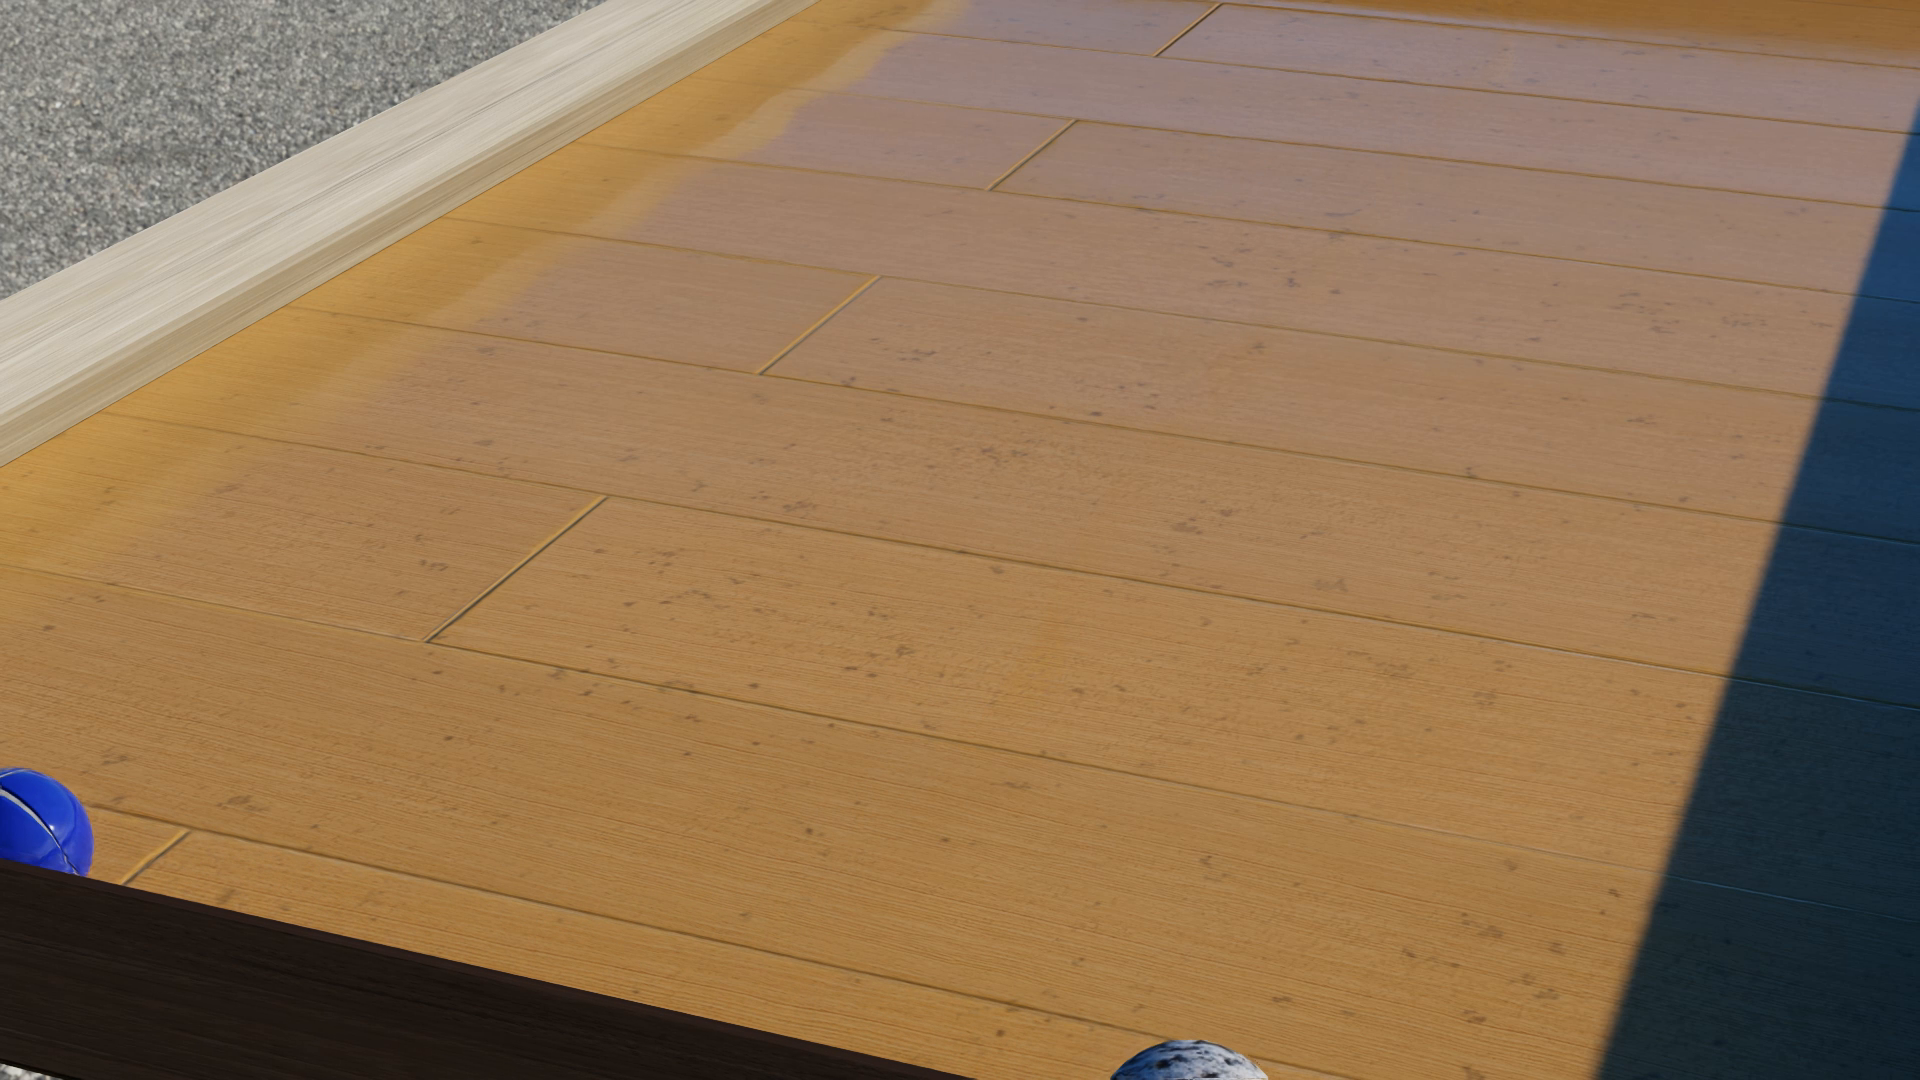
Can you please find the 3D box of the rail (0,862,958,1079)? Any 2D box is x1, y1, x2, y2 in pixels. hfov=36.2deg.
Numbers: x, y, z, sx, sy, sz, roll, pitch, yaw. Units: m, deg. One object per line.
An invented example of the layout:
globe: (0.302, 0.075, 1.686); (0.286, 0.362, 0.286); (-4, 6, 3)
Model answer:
rail: (-0.239, 0.229, 1.354); (1.432, 0.116, 0.045); (9, 26, 19)

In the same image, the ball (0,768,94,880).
ball: (-0.498, 0.161, 1.544); (0.083, 0.083, 0.083); (0, 24, 0)

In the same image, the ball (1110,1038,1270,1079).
ball: (0.102, 0.267, 1.305); (0.090, 0.090, 0.090); (0, 24, 0)

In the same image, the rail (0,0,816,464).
rail: (-0.397, -0.392, 2.719); (0.045, 0.116, 2.726); (9, 26, 19)
